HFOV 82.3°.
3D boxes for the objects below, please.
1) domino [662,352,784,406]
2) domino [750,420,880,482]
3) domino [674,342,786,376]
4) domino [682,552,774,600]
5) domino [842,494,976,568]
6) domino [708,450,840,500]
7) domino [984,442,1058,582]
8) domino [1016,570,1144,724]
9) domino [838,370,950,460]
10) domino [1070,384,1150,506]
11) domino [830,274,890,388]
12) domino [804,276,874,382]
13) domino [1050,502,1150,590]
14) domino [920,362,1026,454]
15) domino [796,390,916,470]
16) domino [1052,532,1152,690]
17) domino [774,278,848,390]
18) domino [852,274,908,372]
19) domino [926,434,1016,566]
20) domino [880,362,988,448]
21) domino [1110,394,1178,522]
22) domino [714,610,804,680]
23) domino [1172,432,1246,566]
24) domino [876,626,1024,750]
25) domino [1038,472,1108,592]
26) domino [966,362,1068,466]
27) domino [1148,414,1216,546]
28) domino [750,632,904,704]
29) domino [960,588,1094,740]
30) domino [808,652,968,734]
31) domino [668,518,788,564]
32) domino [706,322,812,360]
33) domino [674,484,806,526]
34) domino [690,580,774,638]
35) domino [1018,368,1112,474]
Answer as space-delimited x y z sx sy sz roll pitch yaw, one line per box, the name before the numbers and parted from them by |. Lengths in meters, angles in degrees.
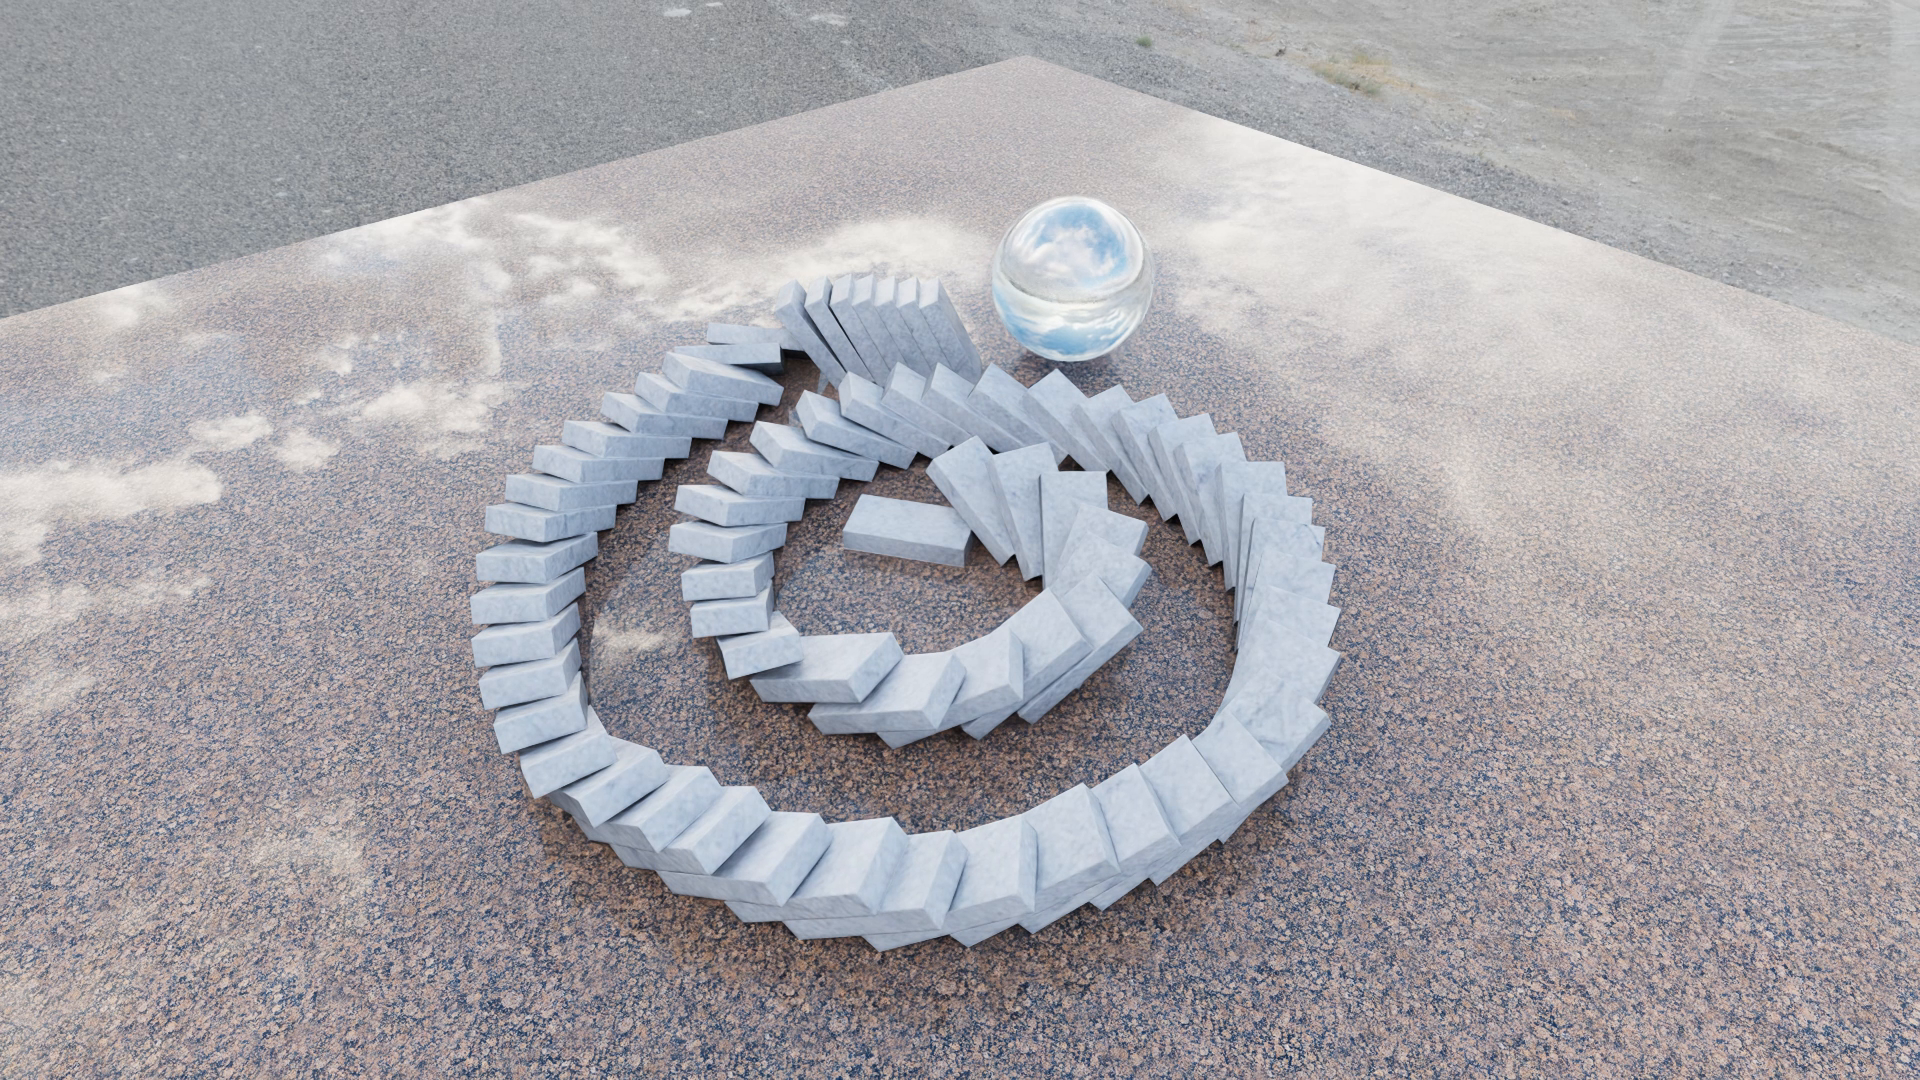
domino | -0.111 -0.075 0.514 0.050 0.009 0.025 5 22 -44
domino | -0.062 -0.038 0.471 0.050 0.010 0.025 5 28 -43
domino | -0.112 -0.088 0.539 0.050 0.009 0.025 -3 -5 -3
domino | -0.085 0.013 0.407 0.025 0.010 0.050 -4 7 -2
domino | -0.020 -0.004 0.448 0.050 0.010 0.025 9 40 11
domino | -0.077 -0.027 0.457 0.025 0.009 0.050 29 17 33
domino | 0.030 -0.011 0.433 0.025 0.009 0.050 -16 82 -20
domino | 0.035 0.037 0.376 0.050 0.009 0.025 -42 49 6
domino | -0.029 -0.055 0.488 0.050 0.009 0.025 24 28 -26
domino | 0.073 -0.042 0.477 0.025 0.010 0.050 -27 74 -29
domino | -0.046 -0.101 0.536 0.010 0.050 0.025 -20 37 15
domino | -0.057 -0.101 0.536 0.010 0.050 0.025 -22 36 16
domino | 0.048 0.014 0.403 0.025 0.009 0.050 19 82 21
domino | 0.007 -0.057 0.492 0.050 0.009 0.025 31 32 -14
domino | -0.045 -0.048 0.483 0.050 0.010 0.025 16 29 -33
domino | 0.044 0.025 0.390 0.025 0.010 0.050 30 86 29
domino | -0.070 -0.100 0.536 0.009 0.050 0.025 -26 35 19
domino | -0.036 -0.101 0.536 0.009 0.050 0.025 -20 37 15
domino | 0.012 -0.016 0.445 0.025 0.009 0.050 -32 78 -33
domino | -0.010 -0.058 0.493 0.050 0.010 0.025 30 32 -16
domino | 0.086 -0.035 0.465 0.025 0.009 0.050 -22 79 -26
domino | -0.071 0.035 0.380 0.025 0.010 0.050 -14 8 -15
domino | 0.106 -0.017 0.441 0.025 0.009 0.050 -12 77 -16
domino | -0.003 0.049 0.364 0.050 0.009 0.025 -24 35 22
domino | 0.044 -0.001 0.421 0.025 0.009 0.050 -1 77 -3
domino | 0.028 -0.056 0.491 0.050 0.010 0.025 36 38 -6
domino | 0.098 -0.025 0.452 0.025 0.010 0.050 -15 78 -17
domino | -0.046 0.043 0.372 0.050 0.010 0.025 -7 28 42
domino | 0.018 0.042 0.371 0.050 0.010 0.025 -40 46 8
domino | -0.024 0.051 0.362 0.050 0.010 0.025 -10 35 37
domino | -0.089 -0.001 0.426 0.025 0.009 0.050 11 10 13
domino | -0.099 -0.100 0.554 0.050 0.009 0.025 7 -1 8
domino | -0.087 -0.015 0.441 0.025 0.009 0.050 17 11 25
domino | -0.081 0.024 0.394 0.025 0.010 0.050 -5 7 -7
domino | 0.052 -0.051 0.487 0.050 0.010 0.025 45 49 6
